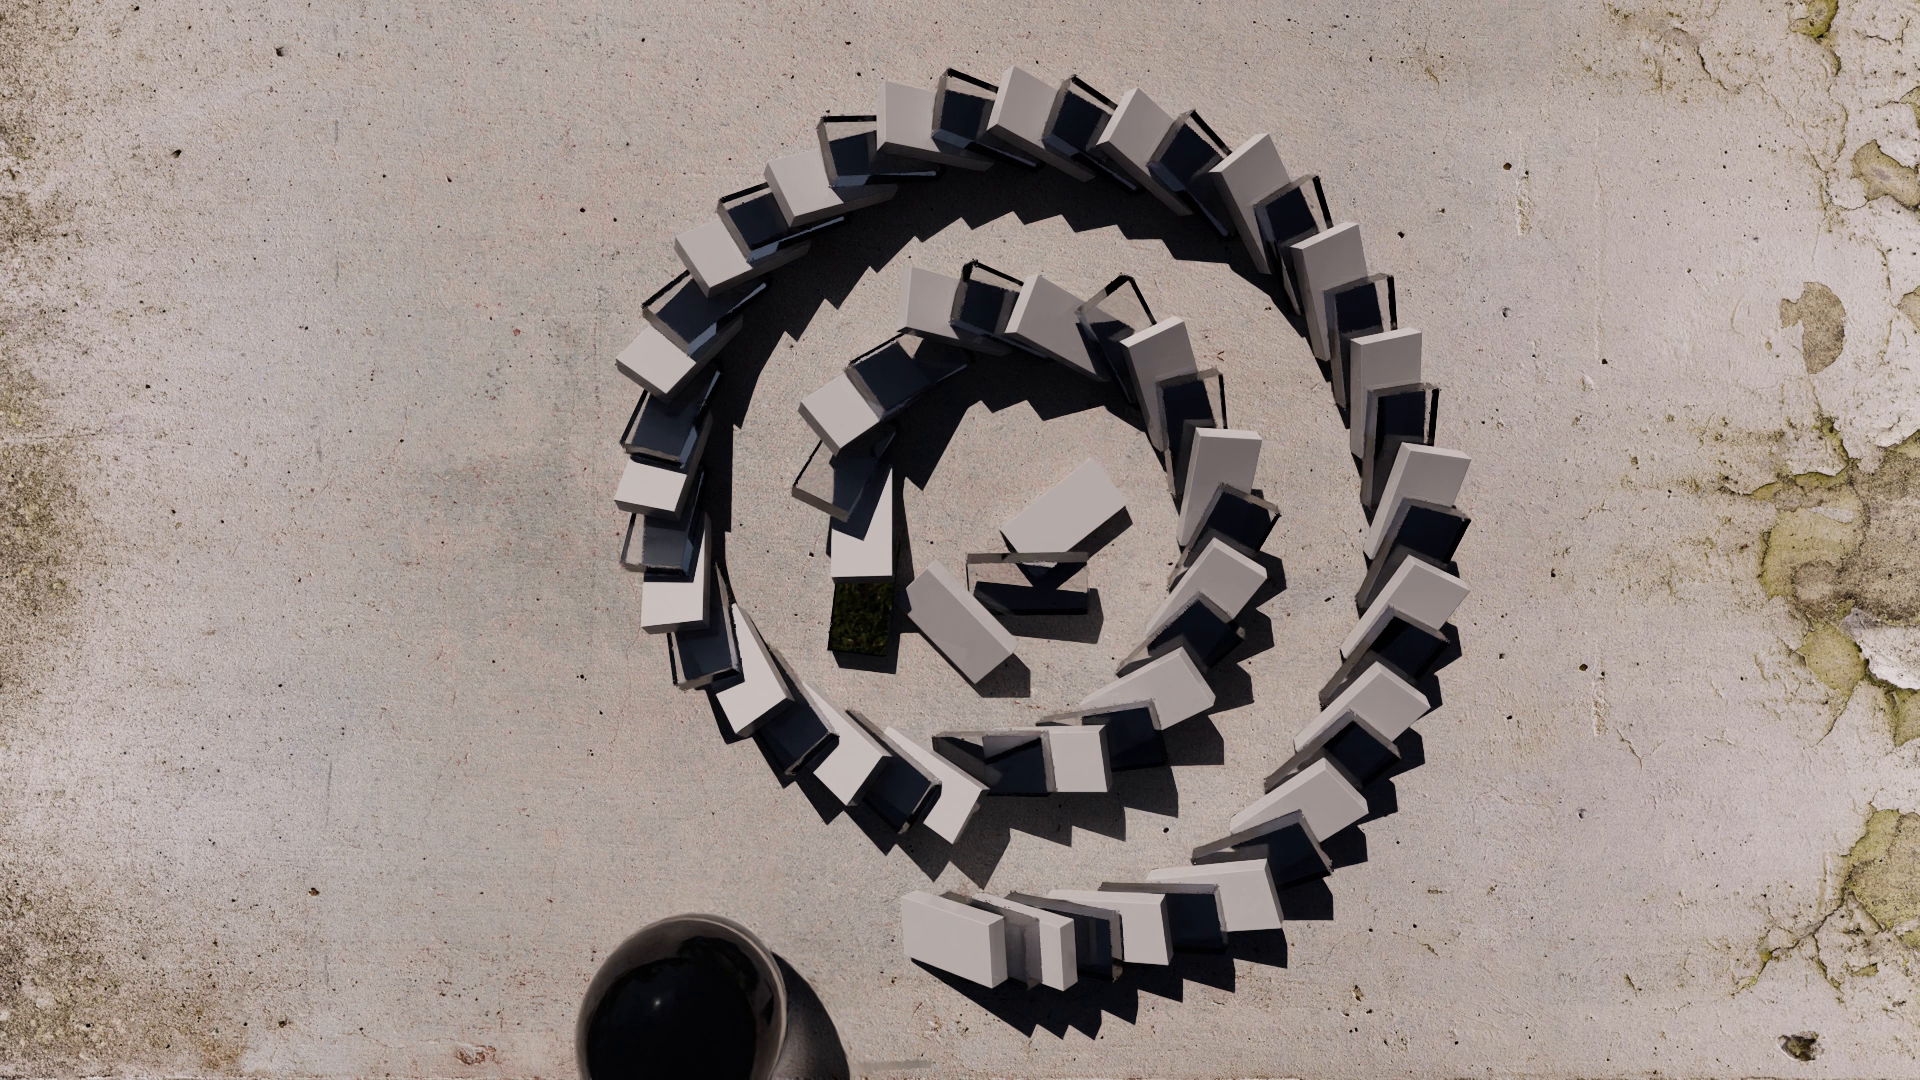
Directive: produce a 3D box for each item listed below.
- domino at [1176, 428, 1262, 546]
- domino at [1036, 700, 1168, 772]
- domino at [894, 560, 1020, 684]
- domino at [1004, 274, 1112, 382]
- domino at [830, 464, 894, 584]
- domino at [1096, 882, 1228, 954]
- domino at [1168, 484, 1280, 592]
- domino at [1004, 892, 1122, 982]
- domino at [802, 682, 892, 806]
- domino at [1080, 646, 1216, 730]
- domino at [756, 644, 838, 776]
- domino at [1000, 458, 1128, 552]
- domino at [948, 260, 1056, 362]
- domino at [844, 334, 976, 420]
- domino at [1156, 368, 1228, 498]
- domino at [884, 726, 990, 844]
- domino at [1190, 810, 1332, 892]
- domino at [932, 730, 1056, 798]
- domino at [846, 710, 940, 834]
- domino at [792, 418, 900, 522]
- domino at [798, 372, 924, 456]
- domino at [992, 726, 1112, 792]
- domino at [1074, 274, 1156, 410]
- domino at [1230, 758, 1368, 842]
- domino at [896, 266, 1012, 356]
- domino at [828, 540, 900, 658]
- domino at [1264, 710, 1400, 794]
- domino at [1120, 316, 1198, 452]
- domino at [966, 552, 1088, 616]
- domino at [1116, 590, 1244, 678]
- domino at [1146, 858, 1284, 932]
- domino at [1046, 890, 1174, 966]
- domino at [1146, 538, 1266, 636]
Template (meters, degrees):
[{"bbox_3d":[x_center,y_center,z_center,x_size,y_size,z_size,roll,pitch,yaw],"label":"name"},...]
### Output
[{"bbox_3d":[0.108,-0.021,0.384,0.025,0.009,0.050,3,117,0],"label":"domino"},{"bbox_3d":[0.059,0.084,0.385,0.050,0.009,0.025,-14,92,25],"label":"domino"},{"bbox_3d":[-0.002,0.035,0.389,0.050,0.010,0.025,46,124,0],"label":"domino"},{"bbox_3d":[0.046,-0.088,0.384,0.050,0.009,0.025,21,90,-27],"label":"domino"},{"bbox_3d":[-0.041,-0.007,0.387,0.025,0.009,0.050,-2,70,0],"label":"domino"},{"bbox_3d":[0.085,0.158,0.385,0.050,0.010,0.025,-10,91,26],"label":"domino"},{"bbox_3d":[0.110,0.004,0.384,0.025,0.009,0.050,22,117,-1],"label":"domino"},{"bbox_3d":[0.042,0.165,0.383,0.050,0.009,0.025,-3,90,33],"label":"domino"},{"bbox_3d":[-0.055,0.085,0.384,0.050,0.009,0.025,37,92,27],"label":"domino"},{"bbox_3d":[0.078,0.068,0.385,0.050,0.010,0.025,-34,90,27],"label":"domino"},{"bbox_3d":[-0.076,0.071,0.385,0.025,0.010,0.050,-42,64,0],"label":"domino"},{"bbox_3d":[0.044,-0.010,0.395,0.050,0.009,0.025,-38,90,0],"label":"domino"},{"bbox_3d":[0.022,-0.095,0.384,0.050,0.010,0.025,15,87,-27],"label":"domino"},{"bbox_3d":[-0.020,-0.074,0.385,0.050,0.009,0.025,-36,90,-26],"label":"domino"},{"bbox_3d":[0.099,-0.044,0.384,0.025,0.009,0.050,-14,118,0],"label":"domino"},{"bbox_3d":[-0.015,0.102,0.385,0.050,0.009,0.025,28,90,26],"label":"domino"},{"bbox_3d":[0.126,0.135,0.385,0.050,0.010,0.025,-31,90,26],"label":"domino"},{"bbox_3d":[0.014,0.094,0.385,0.050,0.009,0.025,-7,90,26],"label":"domino"},{"bbox_3d":[-0.035,0.096,0.384,0.050,0.010,0.025,34,93,27],"label":"domino"},{"bbox_3d":[-0.047,-0.034,0.384,0.025,0.009,0.050,26,61,1],"label":"domino"},{"bbox_3d":[-0.040,-0.059,0.384,0.050,0.009,0.025,-39,88,-26],"label":"domino"},{"bbox_3d":[0.037,0.092,0.385,0.050,0.009,0.025,-7,93,25],"label":"domino"},{"bbox_3d":[0.071,-0.082,0.383,0.025,0.010,0.050,-38,119,-2],"label":"domino"},{"bbox_3d":[0.142,0.116,0.385,0.025,0.010,0.050,46,115,0],"label":"domino"},{"bbox_3d":[-0.001,-0.095,0.383,0.050,0.009,0.025,7,86,-28],"label":"domino"},{"bbox_3d":[-0.041,0.024,0.395,0.025,0.009,0.050,7,90,0],"label":"domino"},{"bbox_3d":[0.156,0.097,0.385,0.025,0.010,0.050,39,115,0],"label":"domino"},{"bbox_3d":[0.087,-0.065,0.384,0.025,0.010,0.050,-25,118,-1],"label":"domino"},{"bbox_3d":[0.029,0.019,0.387,0.050,0.009,0.025,-1,116,7],"label":"domino"},{"bbox_3d":[0.092,0.047,0.385,0.025,0.009,0.050,41,116,0],"label":"domino"},{"bbox_3d":[0.107,0.150,0.385,0.050,0.009,0.025,-16,91,26],"label":"domino"},{"bbox_3d":[0.062,0.162,0.385,0.050,0.009,0.025,-8,90,26],"label":"domino"},{"bbox_3d":[0.103,0.026,0.385,0.025,0.010,0.050,31,117,0],"label":"domino"}]
